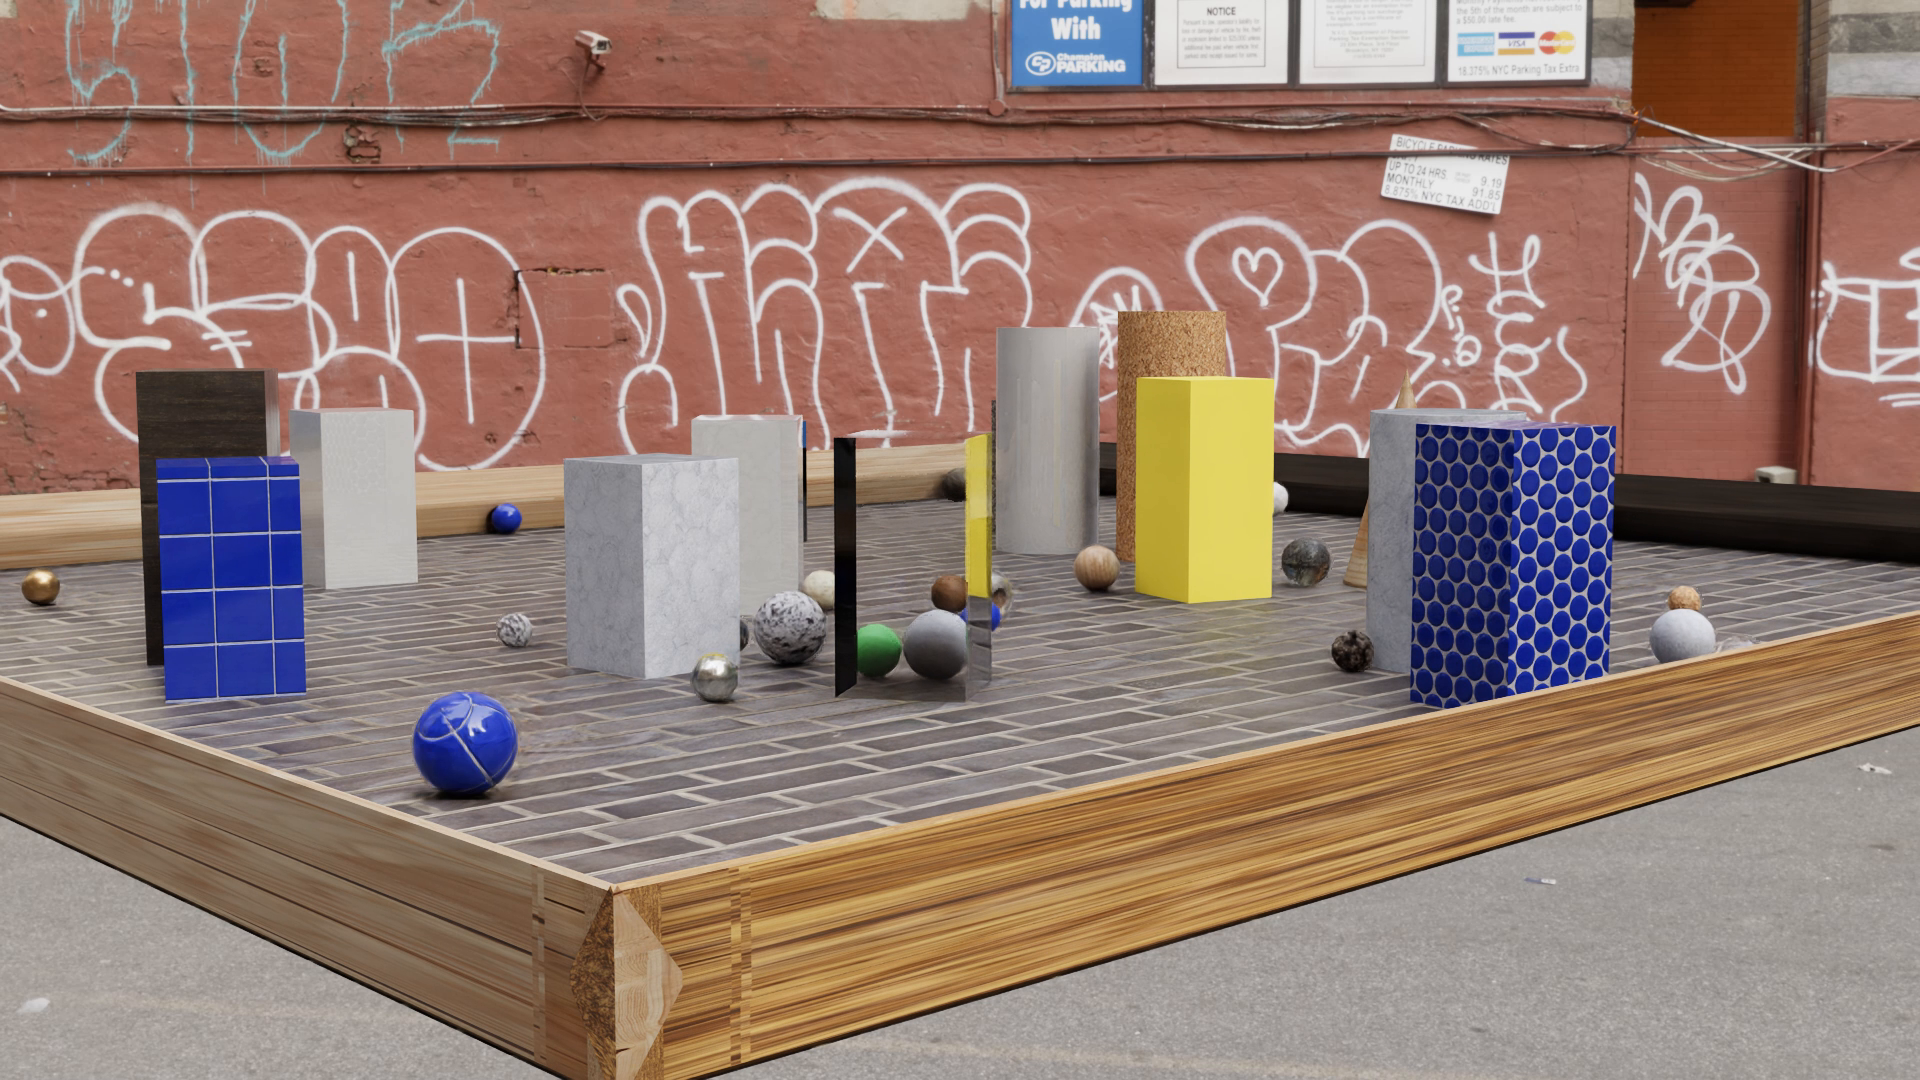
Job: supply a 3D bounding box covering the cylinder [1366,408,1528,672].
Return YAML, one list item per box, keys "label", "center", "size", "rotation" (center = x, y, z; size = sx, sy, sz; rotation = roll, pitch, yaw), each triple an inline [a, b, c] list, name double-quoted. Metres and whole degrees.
- label: "cylinder"
  center: [0.607, -0.002, 2.753]
  size: [0.191, 0.316, 0.191]
  rotation: [0, 6, 0]

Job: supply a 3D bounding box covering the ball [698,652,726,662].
- label: "ball"
  center: [-0.290, 0.153, 2.587]
  size: [0.042, 0.042, 0.042]
  rotation: [0, 6, 0]

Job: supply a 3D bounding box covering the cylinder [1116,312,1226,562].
- label: "cylinder"
  center: [0.374, -0.186, 3.905]
  size: [0.191, 0.439, 0.191]
  rotation: [0, 6, 0]

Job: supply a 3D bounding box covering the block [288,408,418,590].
- label: "block"
  center: [-0.990, -0.072, 3.586]
  size: [0.153, 0.280, 0.153]
  rotation: [-4, 7, -35]

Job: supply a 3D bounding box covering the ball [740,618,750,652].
- label: "ball"
  center: [-0.297, 0.123, 2.828]
  size: [0.052, 0.052, 0.052]
  rotation: [0, 6, 0]

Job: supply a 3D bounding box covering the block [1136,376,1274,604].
- label: "block"
  center: [0.379, -0.082, 3.415]
  size: [0.153, 0.337, 0.153]
  rotation: [-3, 7, -27]

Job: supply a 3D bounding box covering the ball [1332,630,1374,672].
- label: "ball"
  center: [0.482, 0.136, 2.704]
  size: [0.051, 0.051, 0.051]
  rotation: [0, 6, 0]

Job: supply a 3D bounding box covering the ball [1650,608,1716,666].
- label: "ball"
  center: [0.890, 0.123, 2.708]
  size: [0.077, 0.077, 0.077]
  rotation: [0, 6, 0]

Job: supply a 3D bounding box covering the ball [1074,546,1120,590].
- label: "ball"
  center: [0.217, 0.045, 3.475]
  size: [0.071, 0.071, 0.071]
  rotation: [0, 6, 0]

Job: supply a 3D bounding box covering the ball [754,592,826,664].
- label: "ball"
  center: [-0.213, 0.110, 2.763]
  size: [0.091, 0.091, 0.091]
  rotation: [0, 6, 0]

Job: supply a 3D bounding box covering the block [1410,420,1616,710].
- label: "block"
  center: [0.617, 0.029, 2.461]
  size: [0.153, 0.315, 0.153]
  rotation: [-4, 7, -30]

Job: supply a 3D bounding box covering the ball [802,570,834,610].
- label: "ball"
  center: [-0.205, 0.074, 3.249]
  size: [0.059, 0.059, 0.059]
  rotation: [0, 6, 0]

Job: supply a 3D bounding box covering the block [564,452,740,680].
- label: "block"
  center: [-0.383, 0.028, 2.740]
  size: [0.153, 0.259, 0.153]
  rotation: [6, 8, 42]

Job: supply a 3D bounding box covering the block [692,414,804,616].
- label: "block"
  center: [-0.313, -0.040, 3.260]
  size: [0.153, 0.284, 0.153]
  rotation: [0, 6, -1]

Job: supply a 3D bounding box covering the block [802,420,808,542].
- label: "block"
  center: [-0.392, -0.108, 4.158]
  size: [0.153, 0.231, 0.153]
  rotation: [2, 6, 21]

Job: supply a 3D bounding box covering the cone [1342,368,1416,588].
- label: "cone"
  center: [0.716, -0.102, 3.542]
  size: [0.191, 0.349, 0.191]
  rotation: [0, 6, 0]

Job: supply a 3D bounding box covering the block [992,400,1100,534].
- label: "block"
  center: [0.170, -0.146, 4.363]
  size: [0.153, 0.264, 0.153]
  rotation: [5, 8, 41]

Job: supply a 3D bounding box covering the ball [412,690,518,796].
- label: "ball"
  center: [-0.454, 0.186, 2.017]
  size: [0.095, 0.095, 0.095]
  rotation: [0, 6, 0]

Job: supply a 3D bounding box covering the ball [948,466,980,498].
- label: "ball"
  center: [0.011, -0.136, 5.170]
  size: [0.076, 0.076, 0.076]
  rotation: [0, 6, 0]

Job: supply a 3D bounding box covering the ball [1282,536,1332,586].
- label: "ball"
  center: [0.556, 0.035, 3.531]
  size: [0.079, 0.079, 0.079]
  rotation: [0, 6, 0]

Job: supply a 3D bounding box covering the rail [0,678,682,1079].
- label: "rail"
  center: [-1.142, 0.143, 2.284]
  size: [0.045, 0.124, 2.853]
  rotation: [-6, 8, -42]

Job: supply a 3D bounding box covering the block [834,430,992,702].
- label: "block"
  center: [-0.053, 0.026, 2.564]
  size: [0.153, 0.299, 0.153]
  rotation: [1, 6, 12]

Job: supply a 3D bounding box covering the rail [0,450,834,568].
- label: "rail"
  center: [-0.951, -0.076, 4.357]
  size: [3.156, 0.124, 0.045]
  rotation: [-6, 8, -42]

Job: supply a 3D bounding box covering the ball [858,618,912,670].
- label: "ball"
  center: [-0.092, 0.128, 2.715]
  size: [0.065, 0.065, 0.065]
  rotation: [0, 6, 0]

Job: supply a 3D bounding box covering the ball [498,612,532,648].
- label: "ball"
  center: [-0.587, 0.119, 2.898]
  size: [0.045, 0.045, 0.045]
  rotation: [0, 6, 0]

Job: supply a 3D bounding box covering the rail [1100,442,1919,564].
- label: "rail"
  center: [1.142, -0.078, 4.380]
  size: [0.045, 0.124, 2.853]
  rotation: [-6, 8, -42]

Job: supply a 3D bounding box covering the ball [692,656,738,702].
- label: "ball"
  center: [-0.278, 0.157, 2.497]
  size: [0.052, 0.052, 0.052]
  rotation: [0, 6, 0]

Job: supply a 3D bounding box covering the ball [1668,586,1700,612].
- label: "ball"
  center: [1.047, 0.089, 3.179]
  size: [0.045, 0.045, 0.045]
  rotation: [0, 6, 0]

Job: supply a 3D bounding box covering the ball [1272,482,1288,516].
- label: "ball"
  center: [0.666, -0.088, 4.717]
  size: [0.075, 0.075, 0.075]
  rotation: [0, 6, 0]

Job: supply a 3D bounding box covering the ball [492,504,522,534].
- label: "ball"
  center: [-0.899, -0.042, 4.358]
  size: [0.059, 0.059, 0.059]
  rotation: [0, 6, 0]

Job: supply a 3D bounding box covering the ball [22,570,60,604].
- label: "ball"
  center: [-1.383, 0.071, 3.309]
  size: [0.054, 0.054, 0.054]
  rotation: [0, 6, 0]

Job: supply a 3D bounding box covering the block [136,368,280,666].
- label: "block"
  center: [-0.956, -0.035, 2.819]
  size: [0.153, 0.367, 0.153]
  rotation: [-1, 6, -11]

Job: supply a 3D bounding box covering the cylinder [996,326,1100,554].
- label: "cylinder"
  center: [0.162, -0.187, 4.063]
  size: [0.191, 0.409, 0.191]
  rotation: [0, 6, 0]

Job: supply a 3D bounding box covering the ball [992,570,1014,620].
- label: "ball"
  center: [0.037, 0.079, 3.114]
  size: [0.078, 0.078, 0.078]
  rotation: [0, 6, 0]

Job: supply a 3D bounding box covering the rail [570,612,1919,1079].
- label: "rail"
  center: [0.951, 0.140, 2.307]
  size: [3.156, 0.124, 0.045]
  rotation: [-6, 8, -42]

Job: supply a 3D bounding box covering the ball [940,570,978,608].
- label: "ball"
  center: [-0.002, 0.074, 3.267]
  size: [0.057, 0.057, 0.057]
  rotation: [0, 6, 0]

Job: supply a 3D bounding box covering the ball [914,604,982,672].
- label: "ball"
  center: [-0.015, 0.121, 2.692]
  size: [0.084, 0.084, 0.084]
  rotation: [0, 6, 0]

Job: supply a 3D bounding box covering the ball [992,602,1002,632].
- label: "ball"
  center: [0.032, 0.105, 3.005]
  size: [0.049, 0.049, 0.049]
  rotation: [0, 6, 0]

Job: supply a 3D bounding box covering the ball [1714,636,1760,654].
- label: "ball"
  center: [0.909, 0.144, 2.565]
  size: [0.064, 0.064, 0.064]
  rotation: [0, 6, 0]

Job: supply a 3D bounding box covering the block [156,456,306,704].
- label: "block"
  center: [-0.853, 0.042, 2.569]
  size: [0.153, 0.267, 0.153]
  rotation: [-2, 6, -20]
